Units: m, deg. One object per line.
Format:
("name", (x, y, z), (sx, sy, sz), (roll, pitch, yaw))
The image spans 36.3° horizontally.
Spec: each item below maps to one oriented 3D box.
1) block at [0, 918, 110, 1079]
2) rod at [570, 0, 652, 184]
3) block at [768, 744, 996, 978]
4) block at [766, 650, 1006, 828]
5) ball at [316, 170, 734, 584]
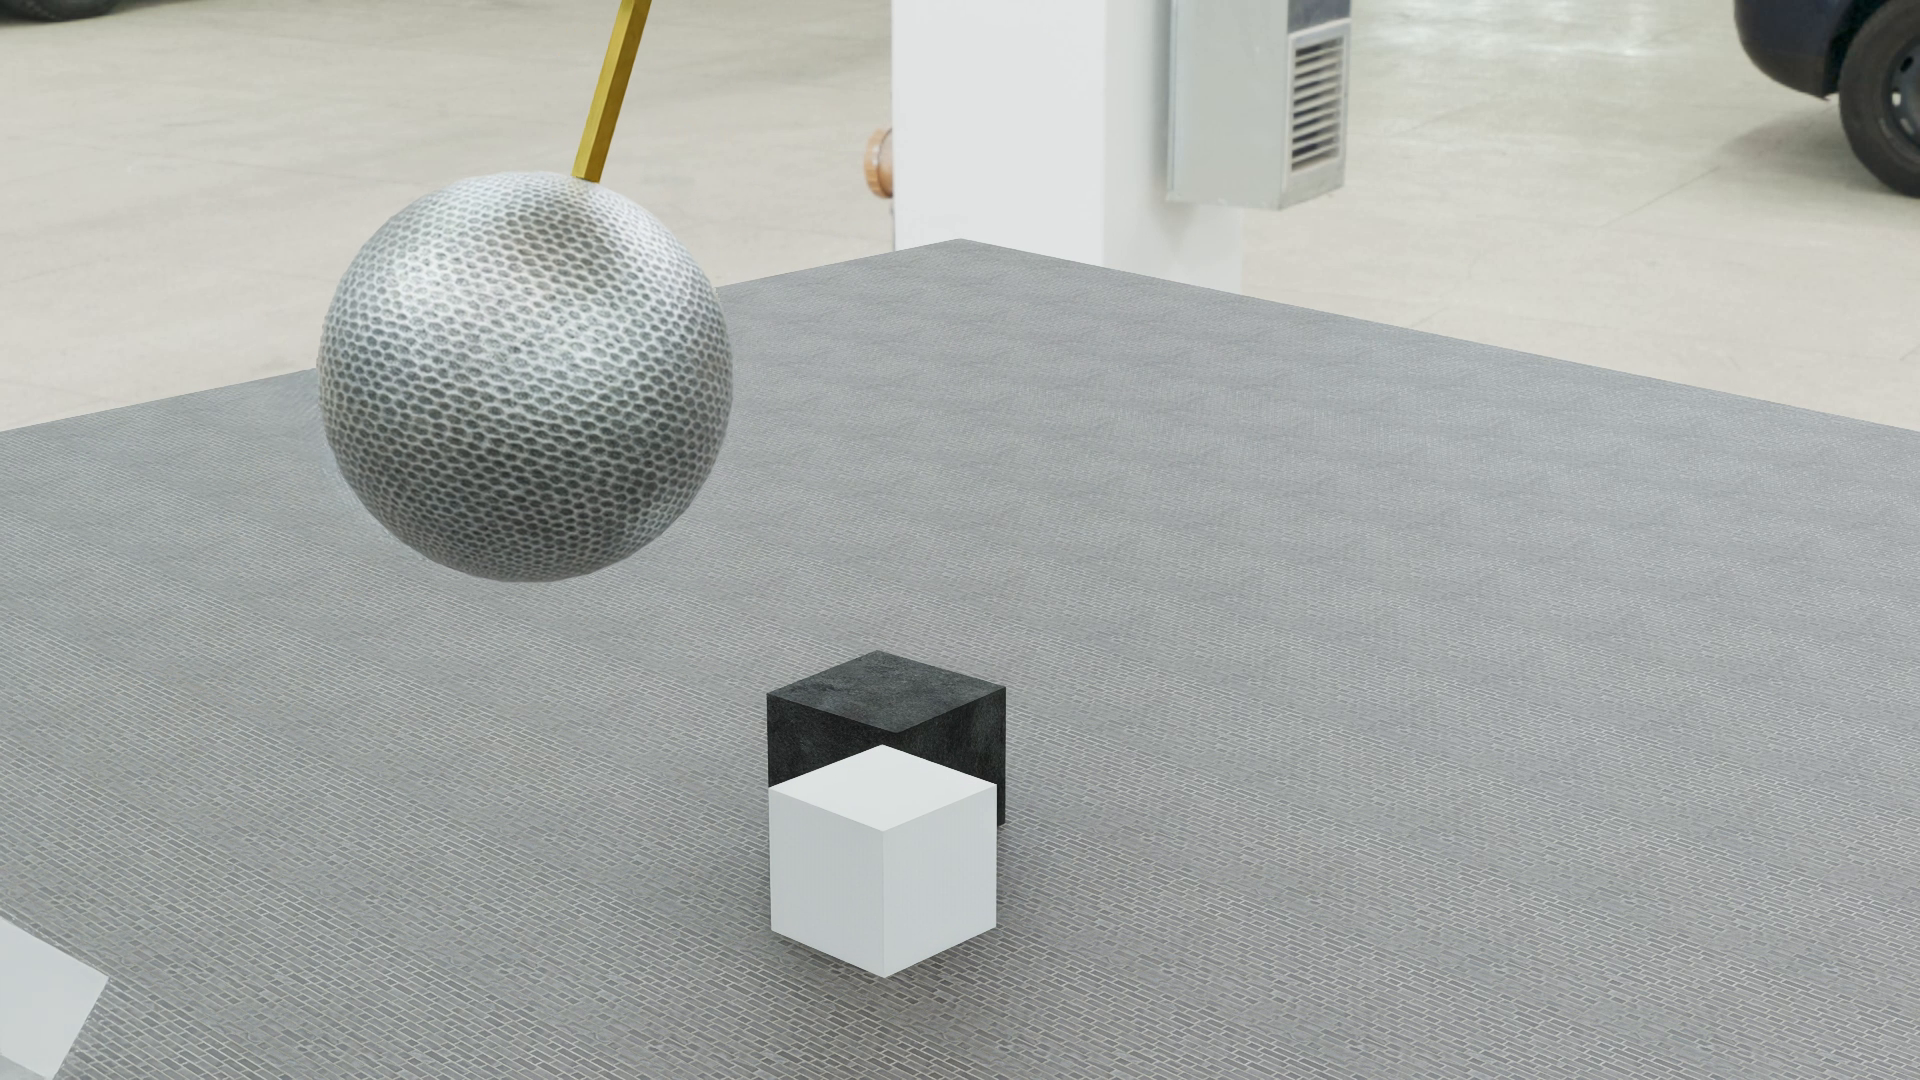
("block", (-3.707, 1.873, 10.626), (0.767, 0.759, 0.822), (31, 14, -11))
("rod", (-0.728, -3.895, 11.355), (0.080, 5.200, 0.080), (17, 1, 42))
("block", (-0.335, 1.388, 12.804), (0.696, 0.673, 0.703), (16, 23, 41))
("block", (-0.345, 1.037, 13.886), (0.808, 0.695, 0.787), (14, 22, 38))
("ball", (-1.679, -0.631, 11.383), (1.600, 1.600, 1.600), (0, 17, 0))
